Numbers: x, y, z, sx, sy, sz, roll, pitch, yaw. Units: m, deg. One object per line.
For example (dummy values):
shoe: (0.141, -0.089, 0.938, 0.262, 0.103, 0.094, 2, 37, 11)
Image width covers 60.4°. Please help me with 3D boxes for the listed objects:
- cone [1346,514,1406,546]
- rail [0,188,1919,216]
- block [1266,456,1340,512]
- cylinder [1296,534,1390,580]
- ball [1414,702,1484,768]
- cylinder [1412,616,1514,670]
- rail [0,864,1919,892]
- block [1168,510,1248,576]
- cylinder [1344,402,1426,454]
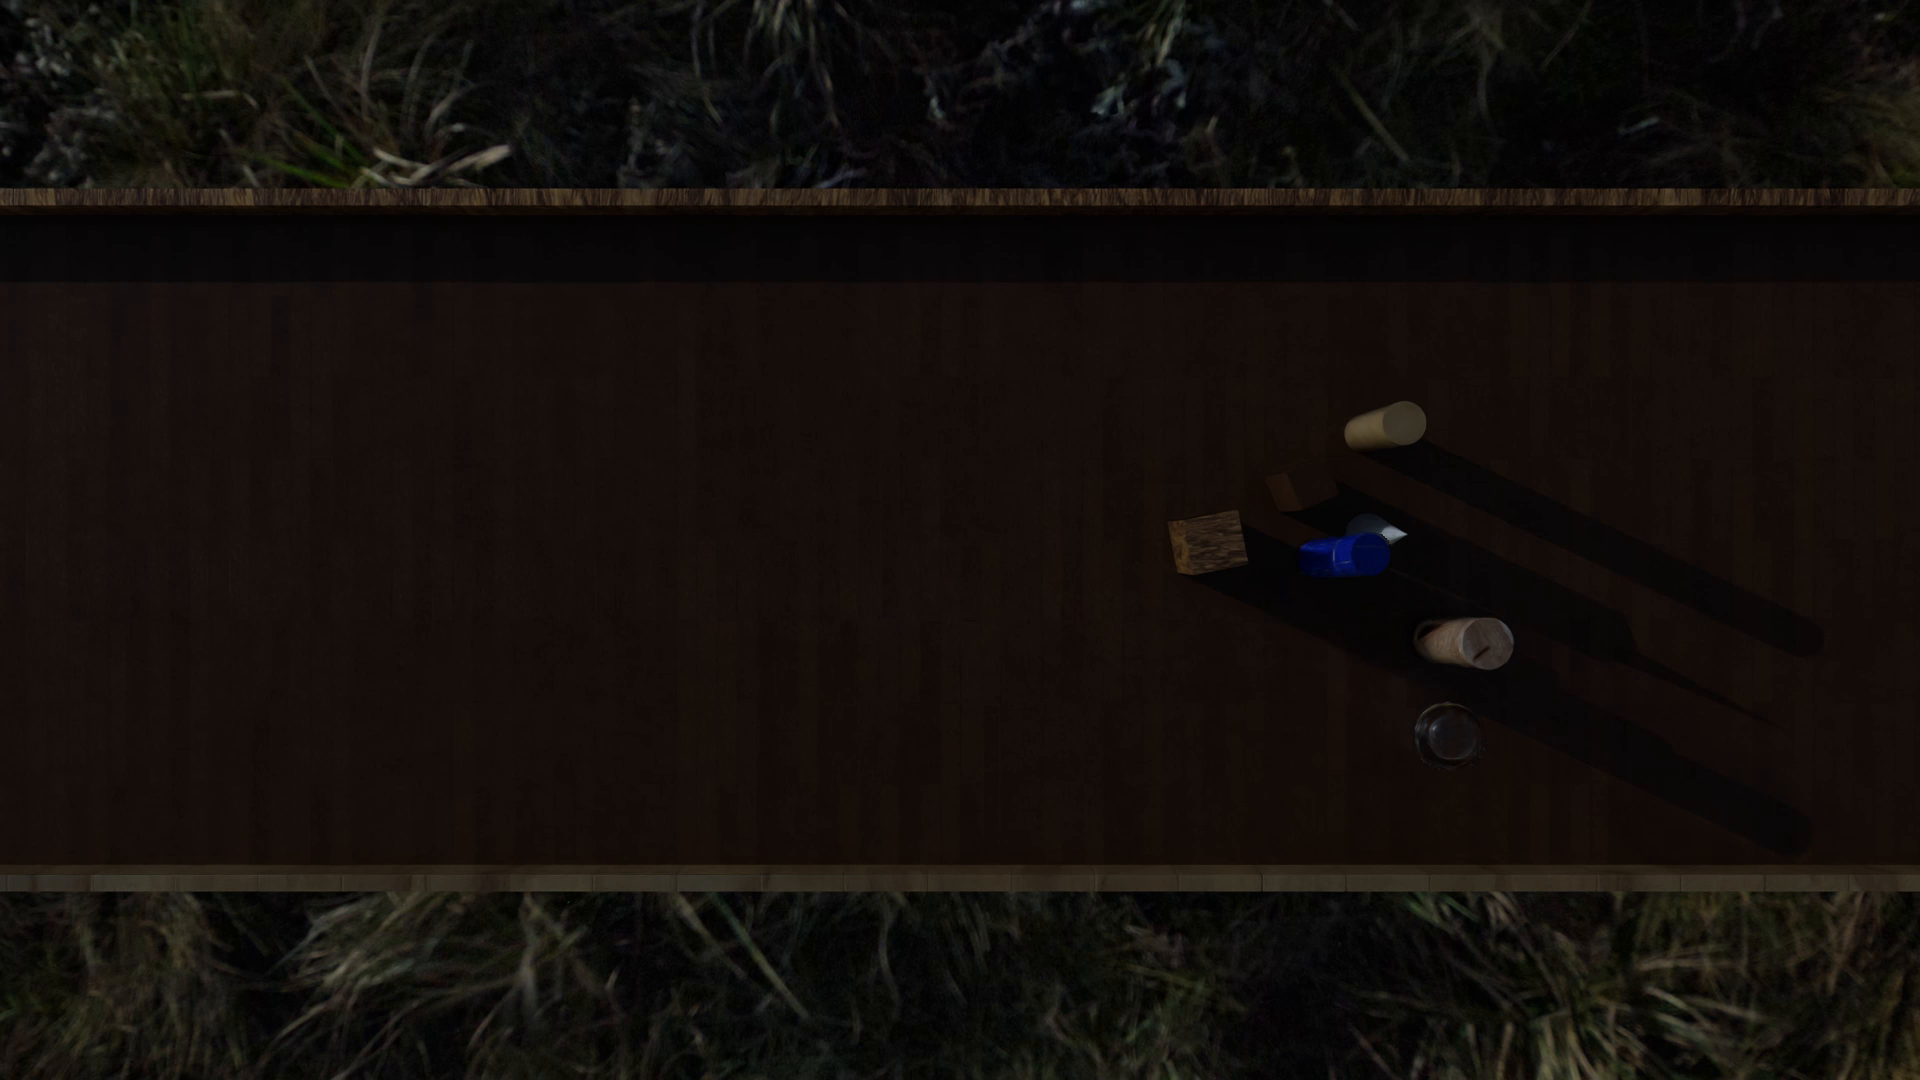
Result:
cone: (1.254, -0.016, 4.847, 0.133, 0.459, 0.133, 0, 90, 0)
rail: (-2.247, -1.025, 5.002, 12.000, 0.150, 0.050, 0, 90, 0)
block: (1.014, -0.162, 4.907, 0.117, 0.338, 0.117, -23, 90, 0)
cylinder: (1.131, 0.051, 4.881, 0.121, 0.373, 0.121, 1, 87, -12)
ball: (1.420, 0.568, 4.793, 0.193, 0.193, 0.193, 0, 90, 0)
cylinder: (1.476, 0.298, 4.858, 0.148, 0.427, 0.148, 0, 88, -3)
rail: (-2.247, 1.025, 5.001, 12.000, 0.150, 0.050, 0, 90, 0)
block: (0.733, 0.007, 4.900, 0.160, 0.354, 0.160, -11, 90, 0)
cylinder: (1.244, -0.327, 4.847, 0.124, 0.459, 0.124, 0, 90, 0)
